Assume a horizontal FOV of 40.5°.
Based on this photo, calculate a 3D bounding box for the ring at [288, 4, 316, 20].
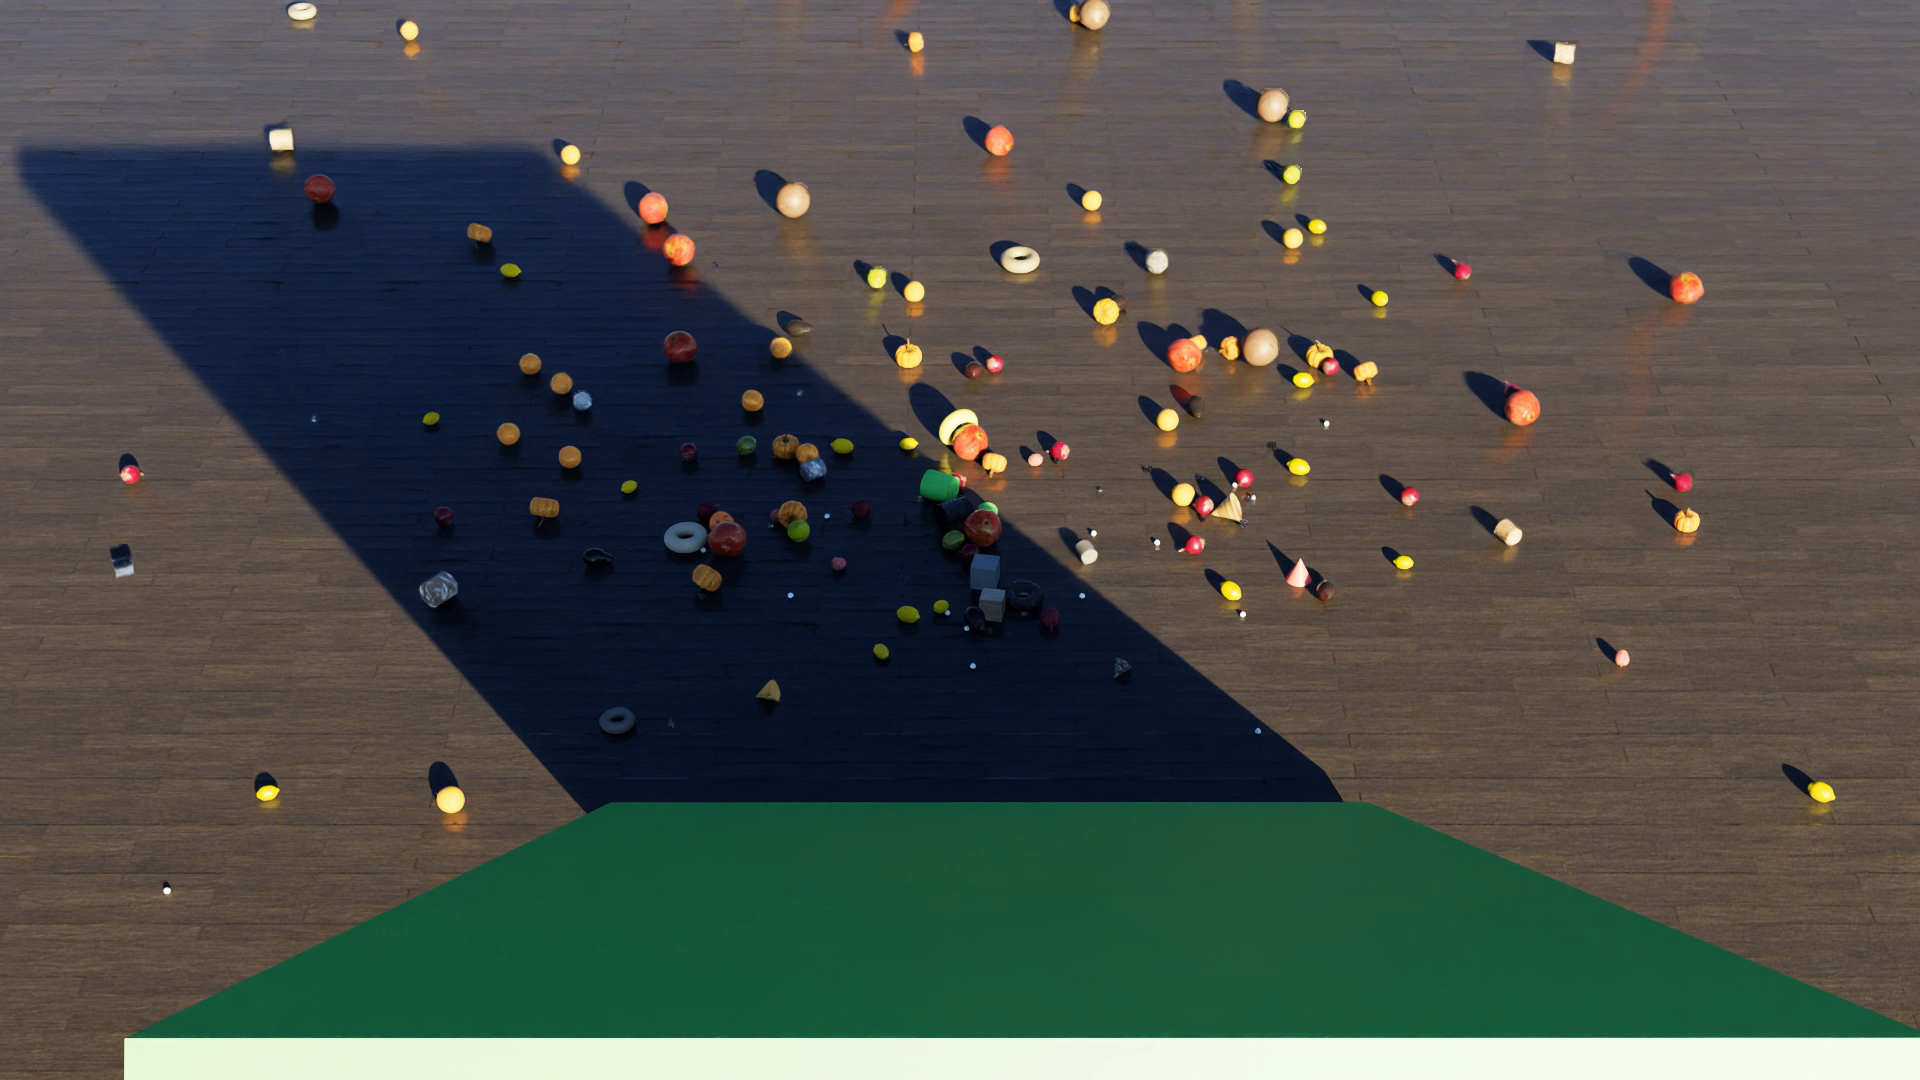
[{"bbox_3d":[-2.802,-2.252,11.070,0.120,0.040,0.120,1,35,-1],"label":"ring"}]

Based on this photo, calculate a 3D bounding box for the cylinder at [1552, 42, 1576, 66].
[{"bbox_3d":[2.486,-2.000,10.689,0.074,0.074,0.074,26,40,7],"label":"cylinder"}]

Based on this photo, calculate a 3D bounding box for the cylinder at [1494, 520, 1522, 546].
[{"bbox_3d":[1.676,-0.023,7.947,0.059,0.059,0.059,-17,39,-22],"label":"cylinder"}]

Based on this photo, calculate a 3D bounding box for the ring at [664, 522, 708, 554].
[{"bbox_3d":[-0.837,-0.007,7.937,0.136,0.045,0.136,-1,35,1],"label":"ring"}]

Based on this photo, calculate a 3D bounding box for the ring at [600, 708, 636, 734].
[{"bbox_3d":[-0.954,0.503,7.236,0.101,0.034,0.101,0,34,0],"label":"ring"}]

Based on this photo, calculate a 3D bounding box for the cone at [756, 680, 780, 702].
[{"bbox_3d":[-0.550,0.434,7.336,0.063,0.063,0.063,-19,31,20],"label":"cone"}]

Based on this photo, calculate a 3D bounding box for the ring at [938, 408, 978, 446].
[{"bbox_3d":[-0.006,-0.362,8.357,0.138,0.138,0.046,-19,48,-25],"label":"ring"}]

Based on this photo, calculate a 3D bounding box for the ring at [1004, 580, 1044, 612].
[{"bbox_3d":[0.186,0.167,7.698,0.125,0.042,0.125,-1,36,1],"label":"ring"}]

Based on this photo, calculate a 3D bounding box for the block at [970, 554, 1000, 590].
[{"bbox_3d":[0.075,0.097,7.765,0.076,0.076,0.076,6,36,9],"label":"block"}]

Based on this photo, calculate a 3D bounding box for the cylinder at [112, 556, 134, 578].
[{"bbox_3d":[-2.514,0.081,7.807,0.054,0.054,0.054,-15,38,-20],"label":"cylinder"}]

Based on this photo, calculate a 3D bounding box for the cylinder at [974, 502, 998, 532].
[{"bbox_3d":[0.081,-0.070,8.006,0.066,0.066,0.066,3,39,5],"label":"cylinder"}]

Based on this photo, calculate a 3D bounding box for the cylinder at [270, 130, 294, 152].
[{"bbox_3d":[-2.623,-1.546,10.051,0.080,0.080,0.080,-6,36,-9],"label":"cylinder"}]

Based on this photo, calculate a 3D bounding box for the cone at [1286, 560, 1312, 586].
[{"bbox_3d":[1.017,0.086,7.780,0.077,0.077,0.077,0,36,0],"label":"cone"}]

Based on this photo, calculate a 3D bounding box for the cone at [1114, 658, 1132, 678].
[{"bbox_3d":[0.453,0.374,7.423,0.054,0.054,0.054,22,68,27],"label":"cone"}]

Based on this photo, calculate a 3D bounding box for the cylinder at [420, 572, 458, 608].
[{"bbox_3d":[-1.542,0.147,7.692,0.080,0.080,0.080,24,42,29],"label":"cylinder"}]

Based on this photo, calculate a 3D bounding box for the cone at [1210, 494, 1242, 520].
[{"bbox_3d":[0.814,-0.091,8.057,0.090,0.090,0.090,-16,29,24],"label":"cone"}]

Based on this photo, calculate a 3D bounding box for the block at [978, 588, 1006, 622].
[{"bbox_3d":[0.095,0.190,7.642,0.067,0.067,0.067,6,36,9],"label":"block"}]

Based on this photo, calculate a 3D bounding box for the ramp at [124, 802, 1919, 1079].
[{"bbox_3d":[0.079,0.671,4.864,2.000,0.100,4.000,0,-2,0],"label":"ramp"}]

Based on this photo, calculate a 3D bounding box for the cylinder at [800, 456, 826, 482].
[{"bbox_3d":[-0.465,-0.224,8.225,0.061,0.061,0.061,-27,43,-32],"label":"cylinder"}]

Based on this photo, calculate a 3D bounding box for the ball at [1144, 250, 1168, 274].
[{"bbox_3d":[0.702,-0.993,9.276,0.085,0.085,0.085,0,36,0],"label":"ball"}]

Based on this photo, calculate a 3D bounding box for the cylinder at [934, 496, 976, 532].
[{"bbox_3d":[-0.016,-0.078,7.996,0.091,0.091,0.091,-19,40,-24],"label":"cylinder"}]

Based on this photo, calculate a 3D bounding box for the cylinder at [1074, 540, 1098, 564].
[{"bbox_3d":[0.381,0.037,7.869,0.053,0.053,0.053,-12,37,-16],"label":"cylinder"}]

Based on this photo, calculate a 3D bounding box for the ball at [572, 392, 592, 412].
[{"bbox_3d":[-1.242,-0.455,8.546,0.062,0.062,0.062,0,36,0],"label":"ball"}]

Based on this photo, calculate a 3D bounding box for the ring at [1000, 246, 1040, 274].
[{"bbox_3d":[0.215,-1.006,9.327,0.143,0.048,0.143,0,37,0],"label":"ring"}]
